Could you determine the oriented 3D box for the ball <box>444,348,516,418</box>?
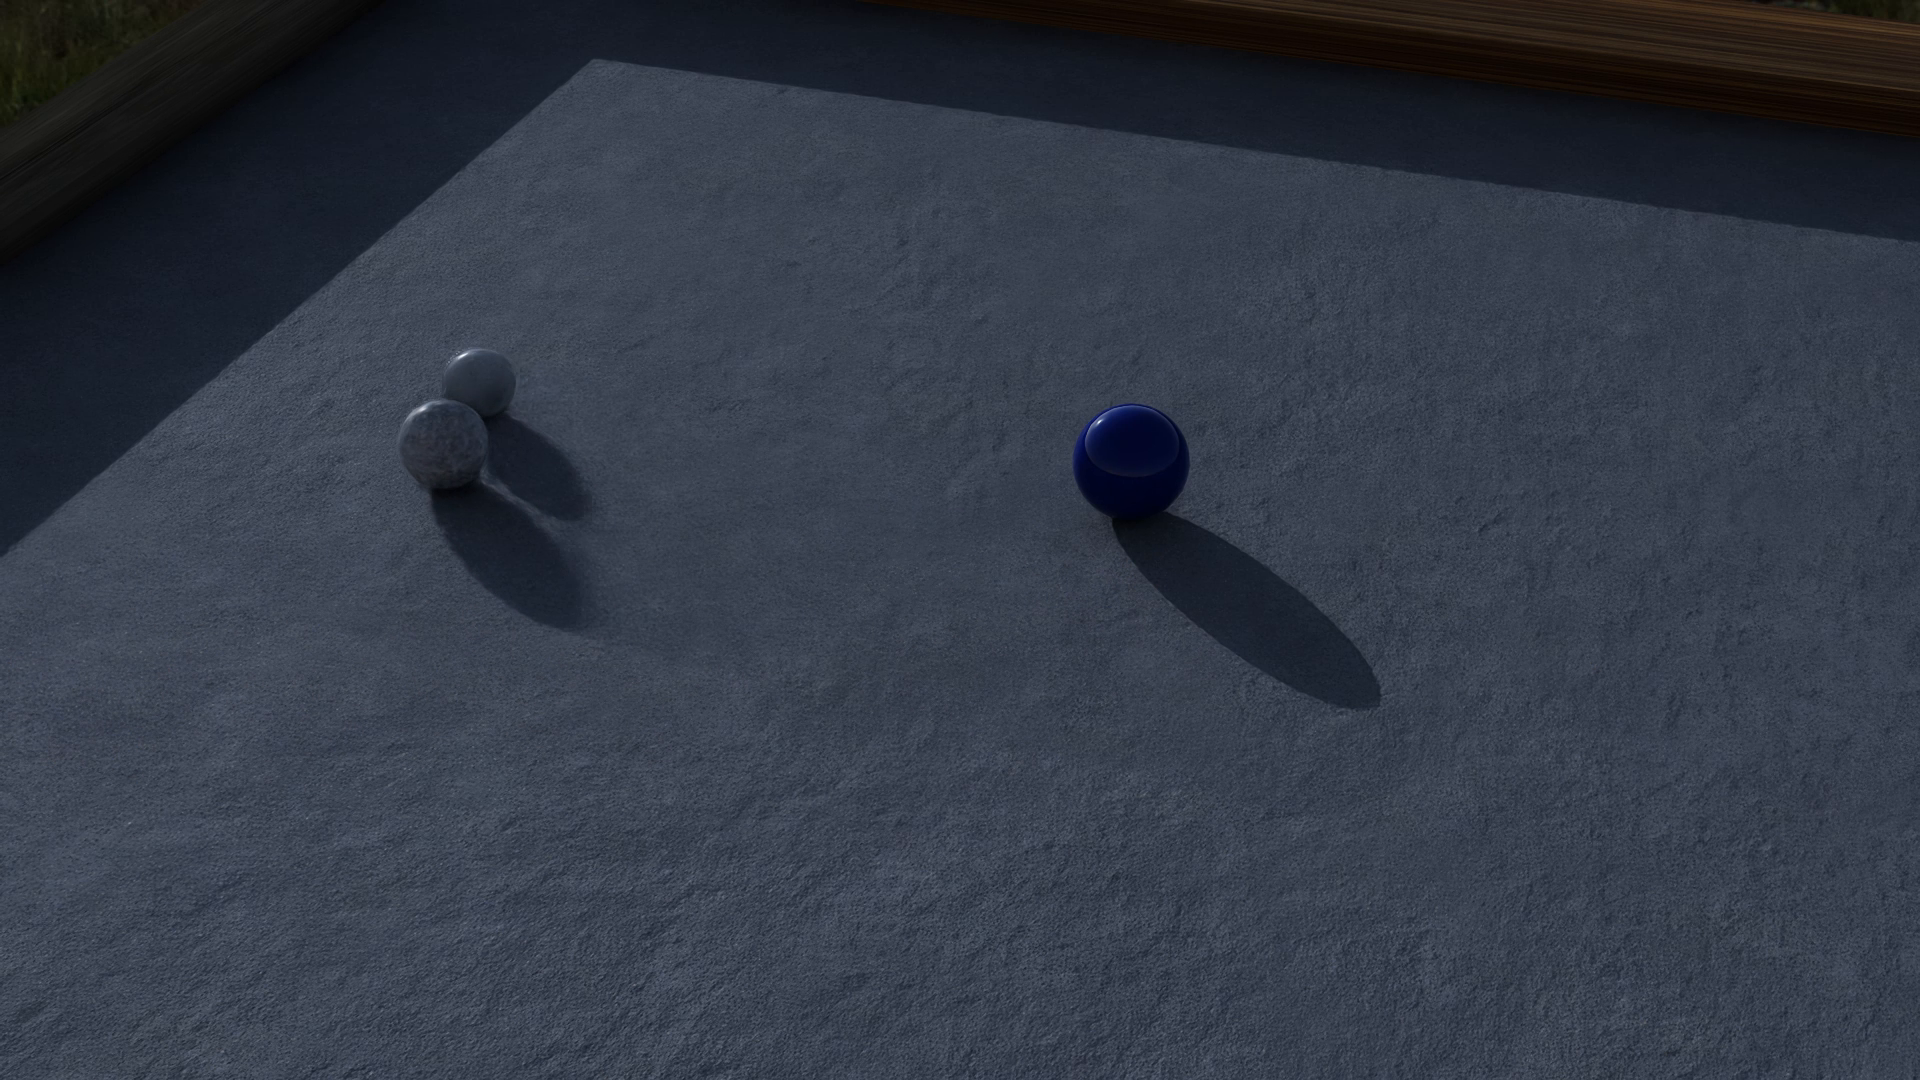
[{"bbox_3d":[-0.423,-0.138,2.261,0.062,0.062,0.062,0,33,0],"label":"ball"}]

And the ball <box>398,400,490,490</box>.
[{"bbox_3d":[-0.434,-0.081,2.160,0.076,0.076,0.076,0,33,0],"label":"ball"}]

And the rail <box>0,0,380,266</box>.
[{"bbox_3d":[-0.989,-0.208,2.307,0.045,0.126,2.293,11,35,16],"label":"rail"}]

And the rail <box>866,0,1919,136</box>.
[{"bbox_3d":[1.376,-0.413,2.622,4.278,0.126,0.045,11,35,16],"label":"rail"}]

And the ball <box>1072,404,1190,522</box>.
[{"bbox_3d":[0.141,-0.064,2.116,0.097,0.097,0.097,0,33,0],"label":"ball"}]
